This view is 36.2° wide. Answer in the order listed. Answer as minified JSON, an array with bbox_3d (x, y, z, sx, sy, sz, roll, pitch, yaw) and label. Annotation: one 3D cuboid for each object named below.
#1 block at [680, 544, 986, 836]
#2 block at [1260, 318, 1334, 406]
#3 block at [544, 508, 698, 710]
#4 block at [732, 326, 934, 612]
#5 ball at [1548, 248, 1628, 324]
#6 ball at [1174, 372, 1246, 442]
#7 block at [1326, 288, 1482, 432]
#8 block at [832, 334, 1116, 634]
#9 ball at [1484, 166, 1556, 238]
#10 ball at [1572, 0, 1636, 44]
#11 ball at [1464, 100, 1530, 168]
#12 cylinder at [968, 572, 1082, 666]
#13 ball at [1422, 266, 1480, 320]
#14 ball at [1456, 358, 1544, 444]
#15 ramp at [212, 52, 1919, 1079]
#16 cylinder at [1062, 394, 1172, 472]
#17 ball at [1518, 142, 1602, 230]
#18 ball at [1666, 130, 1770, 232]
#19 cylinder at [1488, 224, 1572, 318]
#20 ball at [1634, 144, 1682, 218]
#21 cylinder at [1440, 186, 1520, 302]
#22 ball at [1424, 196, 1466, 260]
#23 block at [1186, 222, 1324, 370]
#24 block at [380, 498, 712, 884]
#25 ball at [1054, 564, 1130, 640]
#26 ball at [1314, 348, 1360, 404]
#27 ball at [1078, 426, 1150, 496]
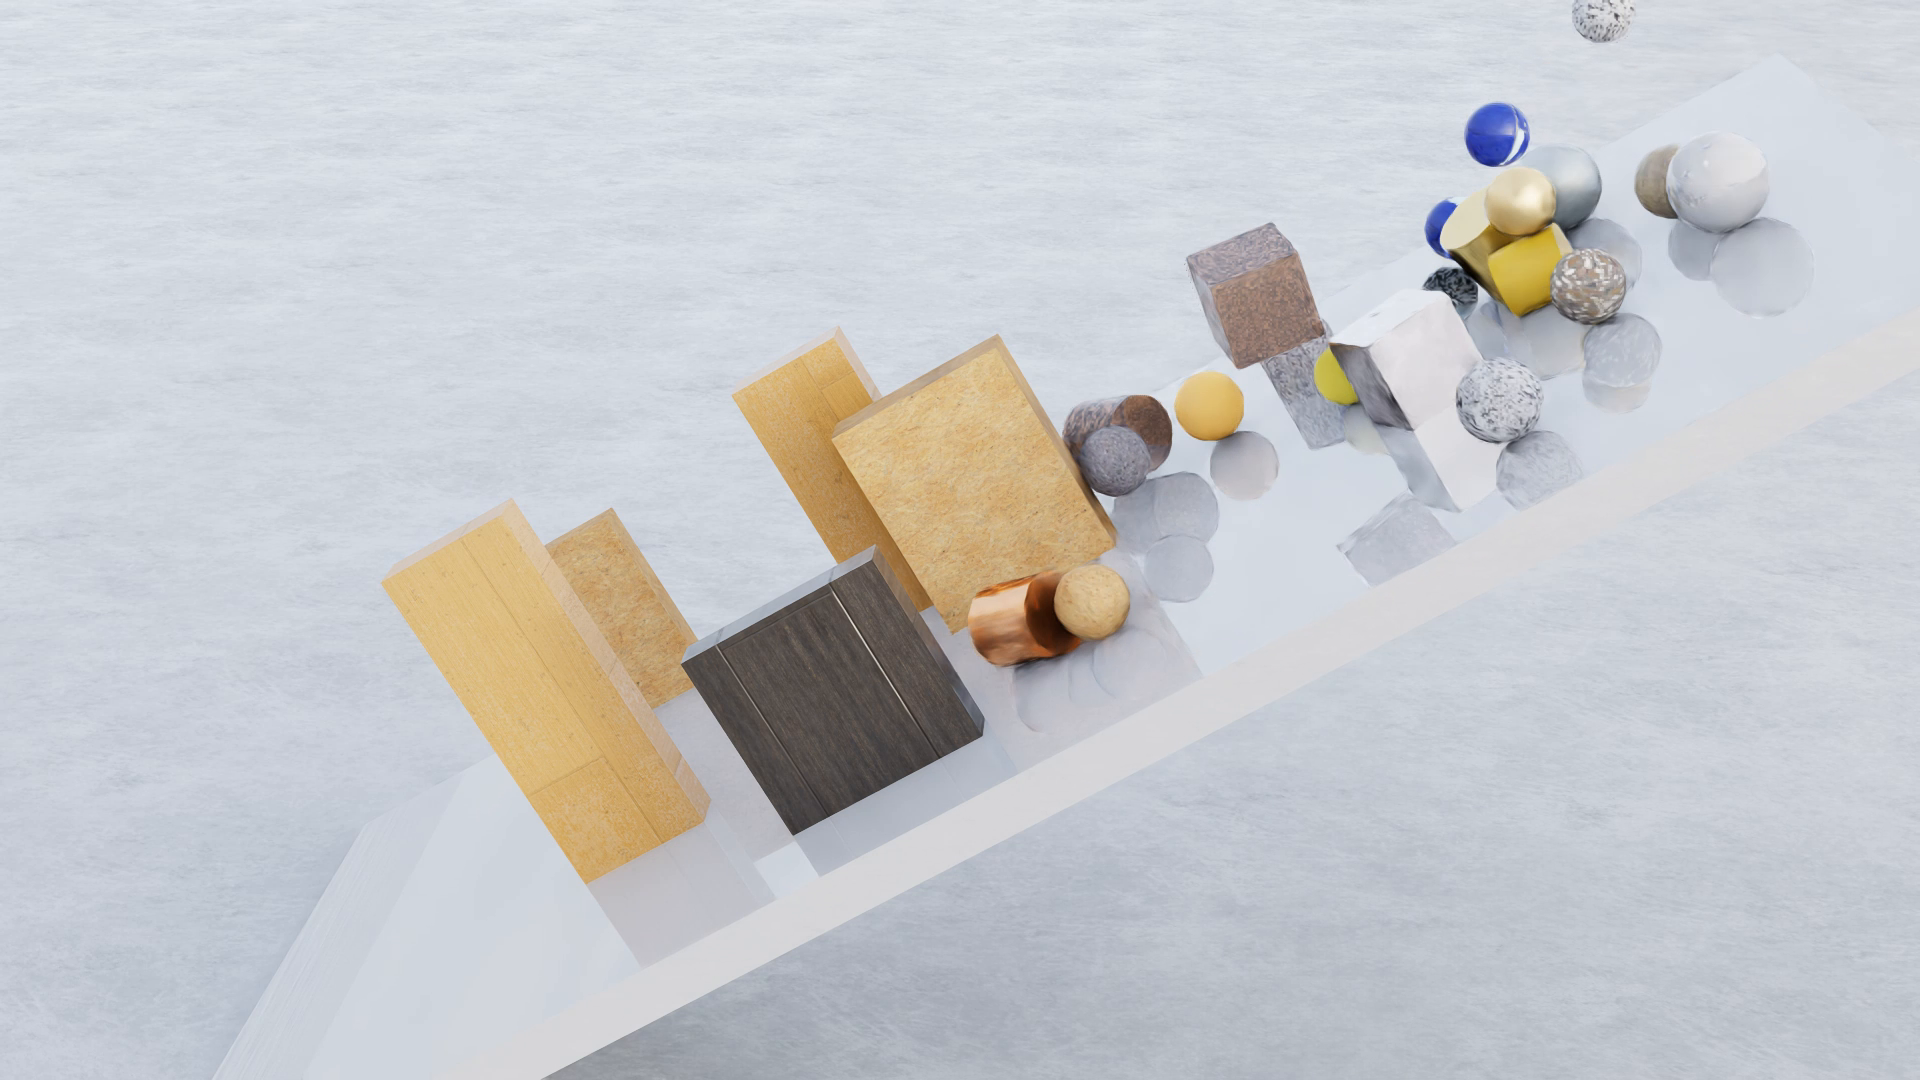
[{"bbox_3d":[-0.242,0.290,5.643,0.427,0.410,0.091,-29,15,12],"label":"block"},{"bbox_3d":[0.754,-0.390,6.434,0.122,0.122,0.122,-18,20,42],"label":"block"},{"bbox_3d":[-0.831,0.189,7.065,0.269,0.464,0.087,-29,15,12],"label":"block"},{"bbox_3d":[-0.222,-0.133,6.542,0.264,0.638,0.108,-29,15,12],"label":"block"},{"bbox_3d":[1.231,-0.498,5.765,0.150,0.150,0.150,0,19,0],"label":"ball"},{"bbox_3d":[0.549,-0.294,6.467,0.155,0.155,0.155,0,19,0],"label":"ball"},{"bbox_3d":[0.899,-0.363,5.897,0.199,0.199,0.199,-34,15,-10],"label":"block"},{"bbox_3d":[0.032,-0.117,6.246,0.401,0.501,0.119,-29,15,12],"label":"block"},{"bbox_3d":[1.144,-0.689,6.002,0.144,0.144,0.144,0,19,0],"label":"ball"},{"bbox_3d":[1.197,-0.983,5.468,0.118,0.118,0.118,0,19,0],"label":"ball"},{"bbox_3d":[1.049,-0.792,5.747,0.130,0.130,0.130,0,19,0],"label":"ball"},{"bbox_3d":[0.133,0.157,5.808,0.165,0.165,0.165,-19,2,-43],"label":"cylinder"},{"bbox_3d":[1.047,-0.524,6.283,0.122,0.122,0.122,0,19,0],"label":"ball"},{"bbox_3d":[0.995,-0.257,5.429,0.160,0.160,0.160,0,19,0],"label":"ball"},{"bbox_3d":[0.142,0.168,6.286,4.000,0.100,2.000,-29,15,12],"label":"ramp"},{"bbox_3d":[0.351,-0.232,6.550,0.176,0.176,0.176,-13,6,-33],"label":"cylinder"},{"bbox_3d":[1.304,-0.773,6.432,0.195,0.195,0.195,0,19,0],"label":"ball"},{"bbox_3d":[1.498,-0.708,5.813,0.201,0.201,0.201,0,19,0],"label":"ball"},{"bbox_3d":[1.186,-0.555,6.054,0.146,0.146,0.146,-26,9,22],"label":"cylinder"},{"bbox_3d":[1.469,-0.740,6.071,0.154,0.154,0.154,0,19,0],"label":"ball"},{"bbox_3d":[1.141,-0.627,6.223,0.178,0.178,0.178,41,5,-22],"label":"cylinder"},{"bbox_3d":[1.094,-0.686,6.475,0.142,0.142,0.142,0,19,0],"label":"ball"},{"bbox_3d":[0.606,-0.502,6.046,0.194,0.194,0.194,-23,27,-1],"label":"block"},{"bbox_3d":[-0.848,0.317,6.072,0.294,0.768,0.114,-29,15,12],"label":"block"},{"bbox_3d":[0.257,0.120,5.714,0.149,0.149,0.149,0,19,0],"label":"ball"},{"bbox_3d":[0.808,-0.349,6.174,0.130,0.130,0.130,0,19,0],"label":"ball"},{"bbox_3d":[0.328,-0.168,6.257,0.151,0.151,0.151,0,19,0],"label":"ball"}]
